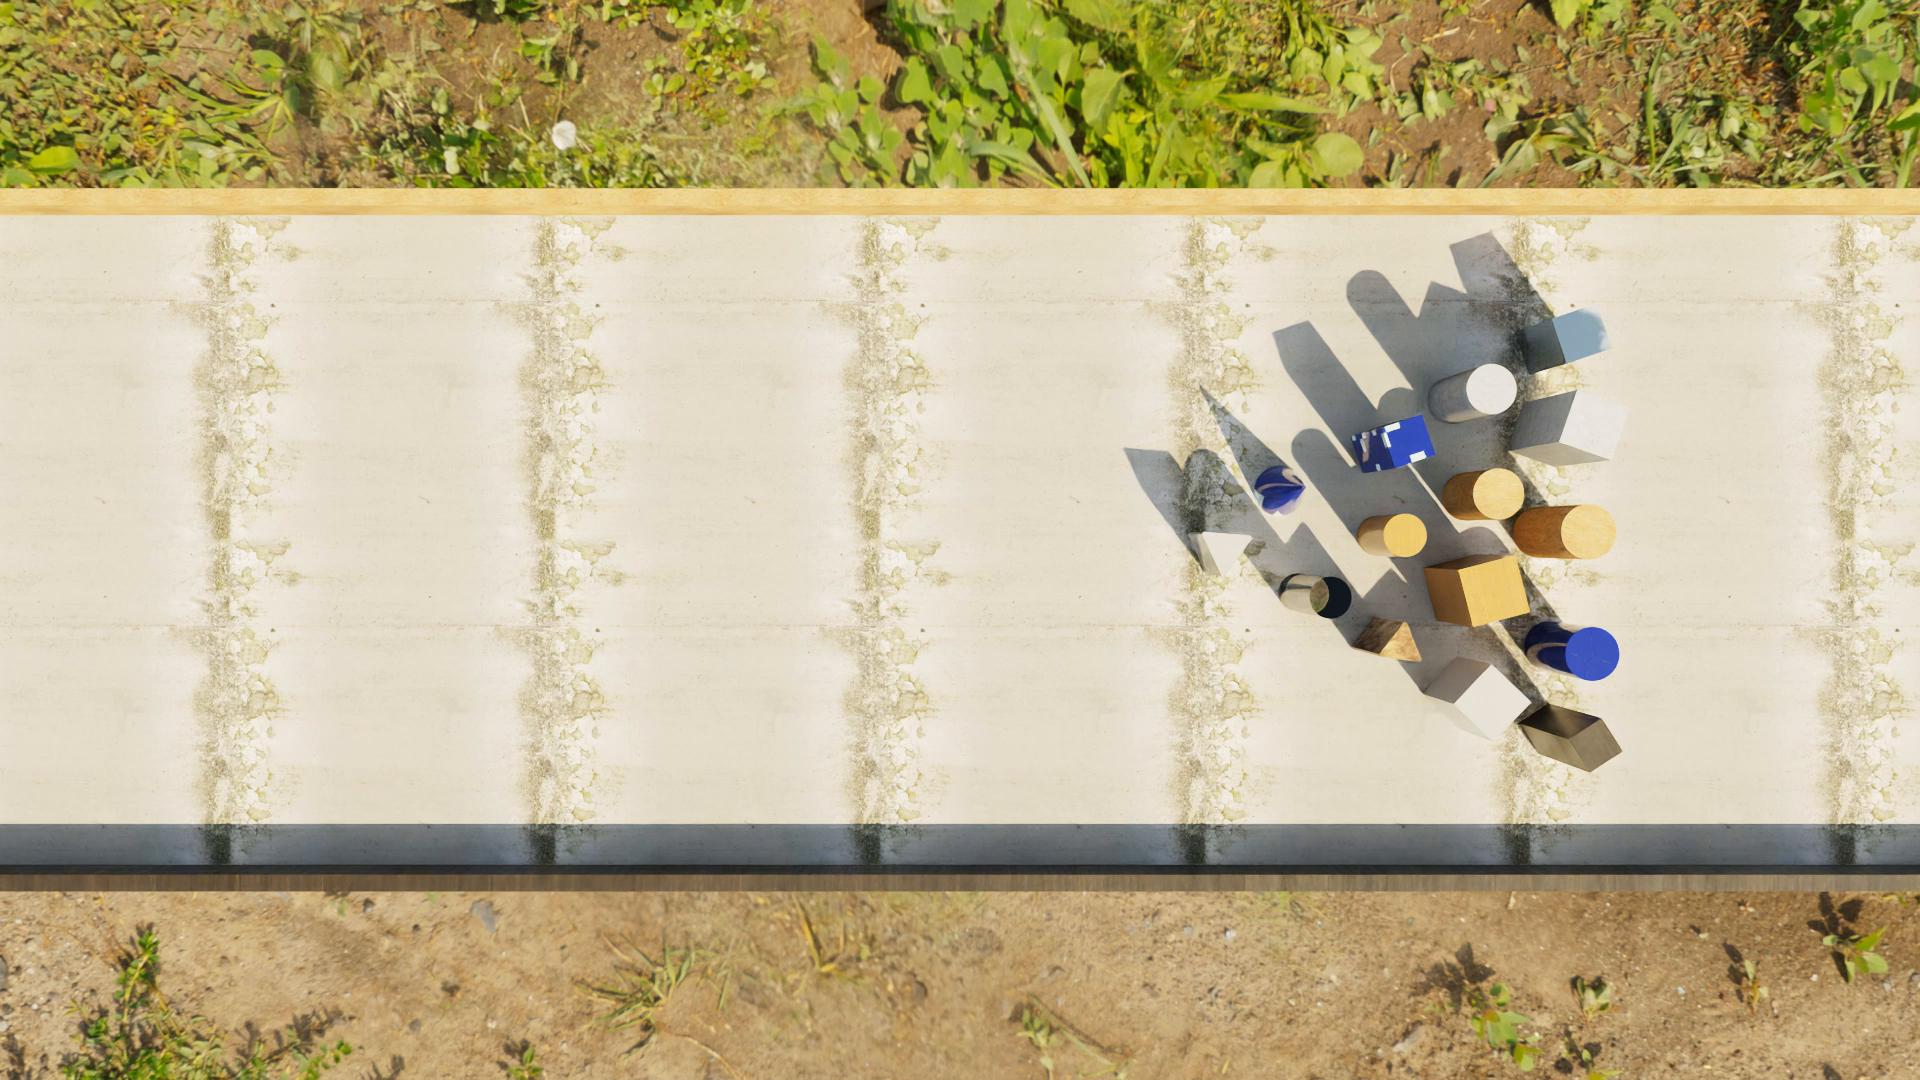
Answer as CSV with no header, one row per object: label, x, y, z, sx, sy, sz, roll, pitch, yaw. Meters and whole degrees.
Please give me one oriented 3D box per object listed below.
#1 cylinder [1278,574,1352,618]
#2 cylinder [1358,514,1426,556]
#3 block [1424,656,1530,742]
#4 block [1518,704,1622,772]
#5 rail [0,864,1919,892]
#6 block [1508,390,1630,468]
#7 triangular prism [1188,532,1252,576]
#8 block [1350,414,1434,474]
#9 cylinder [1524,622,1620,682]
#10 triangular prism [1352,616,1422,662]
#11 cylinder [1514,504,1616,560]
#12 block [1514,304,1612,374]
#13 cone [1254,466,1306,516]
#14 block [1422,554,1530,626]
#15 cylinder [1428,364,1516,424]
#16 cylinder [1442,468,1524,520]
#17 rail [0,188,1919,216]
cylinder,1.040,0.162,4.852,0.119,0.450,0.119,0,90,0
cylinder,1.285,-0.013,4.918,0.125,0.317,0.125,0,90,0
block,1.535,0.470,4.916,0.159,0.321,0.159,44,90,0
block,1.796,0.580,4.867,0.112,0.419,0.112,-33,90,0
rail,-2.247,1.025,5.001,12.000,0.150,0.050,0,90,0
block,1.782,-0.323,4.855,0.155,0.443,0.155,19,90,0
triangular prism,0.752,0.014,4.923,0.122,0.307,0.141,35,90,0
block,1.278,-0.281,4.888,0.121,0.377,0.121,-19,90,0
cylinder,1.815,0.327,4.905,0.156,0.343,0.156,0,90,0
triangular prism,1.271,0.288,4.905,0.121,0.343,0.105,8,90,0
cylinder,1.781,-0.023,4.873,0.157,0.406,0.157,0,90,0
block,1.795,-0.596,4.918,0.137,0.316,0.137,-19,90,0
cone,0.983,-0.151,4.879,0.155,0.394,0.155,0,90,0
block,1.526,0.146,4.894,0.168,0.364,0.168,-14,90,0
cylinder,1.510,-0.429,4.881,0.143,0.390,0.143,0,90,0
cylinder,1.557,-0.133,4.921,0.148,0.310,0.148,0,90,0
rail,-2.247,-1.025,5.002,12.000,0.150,0.050,0,90,0
